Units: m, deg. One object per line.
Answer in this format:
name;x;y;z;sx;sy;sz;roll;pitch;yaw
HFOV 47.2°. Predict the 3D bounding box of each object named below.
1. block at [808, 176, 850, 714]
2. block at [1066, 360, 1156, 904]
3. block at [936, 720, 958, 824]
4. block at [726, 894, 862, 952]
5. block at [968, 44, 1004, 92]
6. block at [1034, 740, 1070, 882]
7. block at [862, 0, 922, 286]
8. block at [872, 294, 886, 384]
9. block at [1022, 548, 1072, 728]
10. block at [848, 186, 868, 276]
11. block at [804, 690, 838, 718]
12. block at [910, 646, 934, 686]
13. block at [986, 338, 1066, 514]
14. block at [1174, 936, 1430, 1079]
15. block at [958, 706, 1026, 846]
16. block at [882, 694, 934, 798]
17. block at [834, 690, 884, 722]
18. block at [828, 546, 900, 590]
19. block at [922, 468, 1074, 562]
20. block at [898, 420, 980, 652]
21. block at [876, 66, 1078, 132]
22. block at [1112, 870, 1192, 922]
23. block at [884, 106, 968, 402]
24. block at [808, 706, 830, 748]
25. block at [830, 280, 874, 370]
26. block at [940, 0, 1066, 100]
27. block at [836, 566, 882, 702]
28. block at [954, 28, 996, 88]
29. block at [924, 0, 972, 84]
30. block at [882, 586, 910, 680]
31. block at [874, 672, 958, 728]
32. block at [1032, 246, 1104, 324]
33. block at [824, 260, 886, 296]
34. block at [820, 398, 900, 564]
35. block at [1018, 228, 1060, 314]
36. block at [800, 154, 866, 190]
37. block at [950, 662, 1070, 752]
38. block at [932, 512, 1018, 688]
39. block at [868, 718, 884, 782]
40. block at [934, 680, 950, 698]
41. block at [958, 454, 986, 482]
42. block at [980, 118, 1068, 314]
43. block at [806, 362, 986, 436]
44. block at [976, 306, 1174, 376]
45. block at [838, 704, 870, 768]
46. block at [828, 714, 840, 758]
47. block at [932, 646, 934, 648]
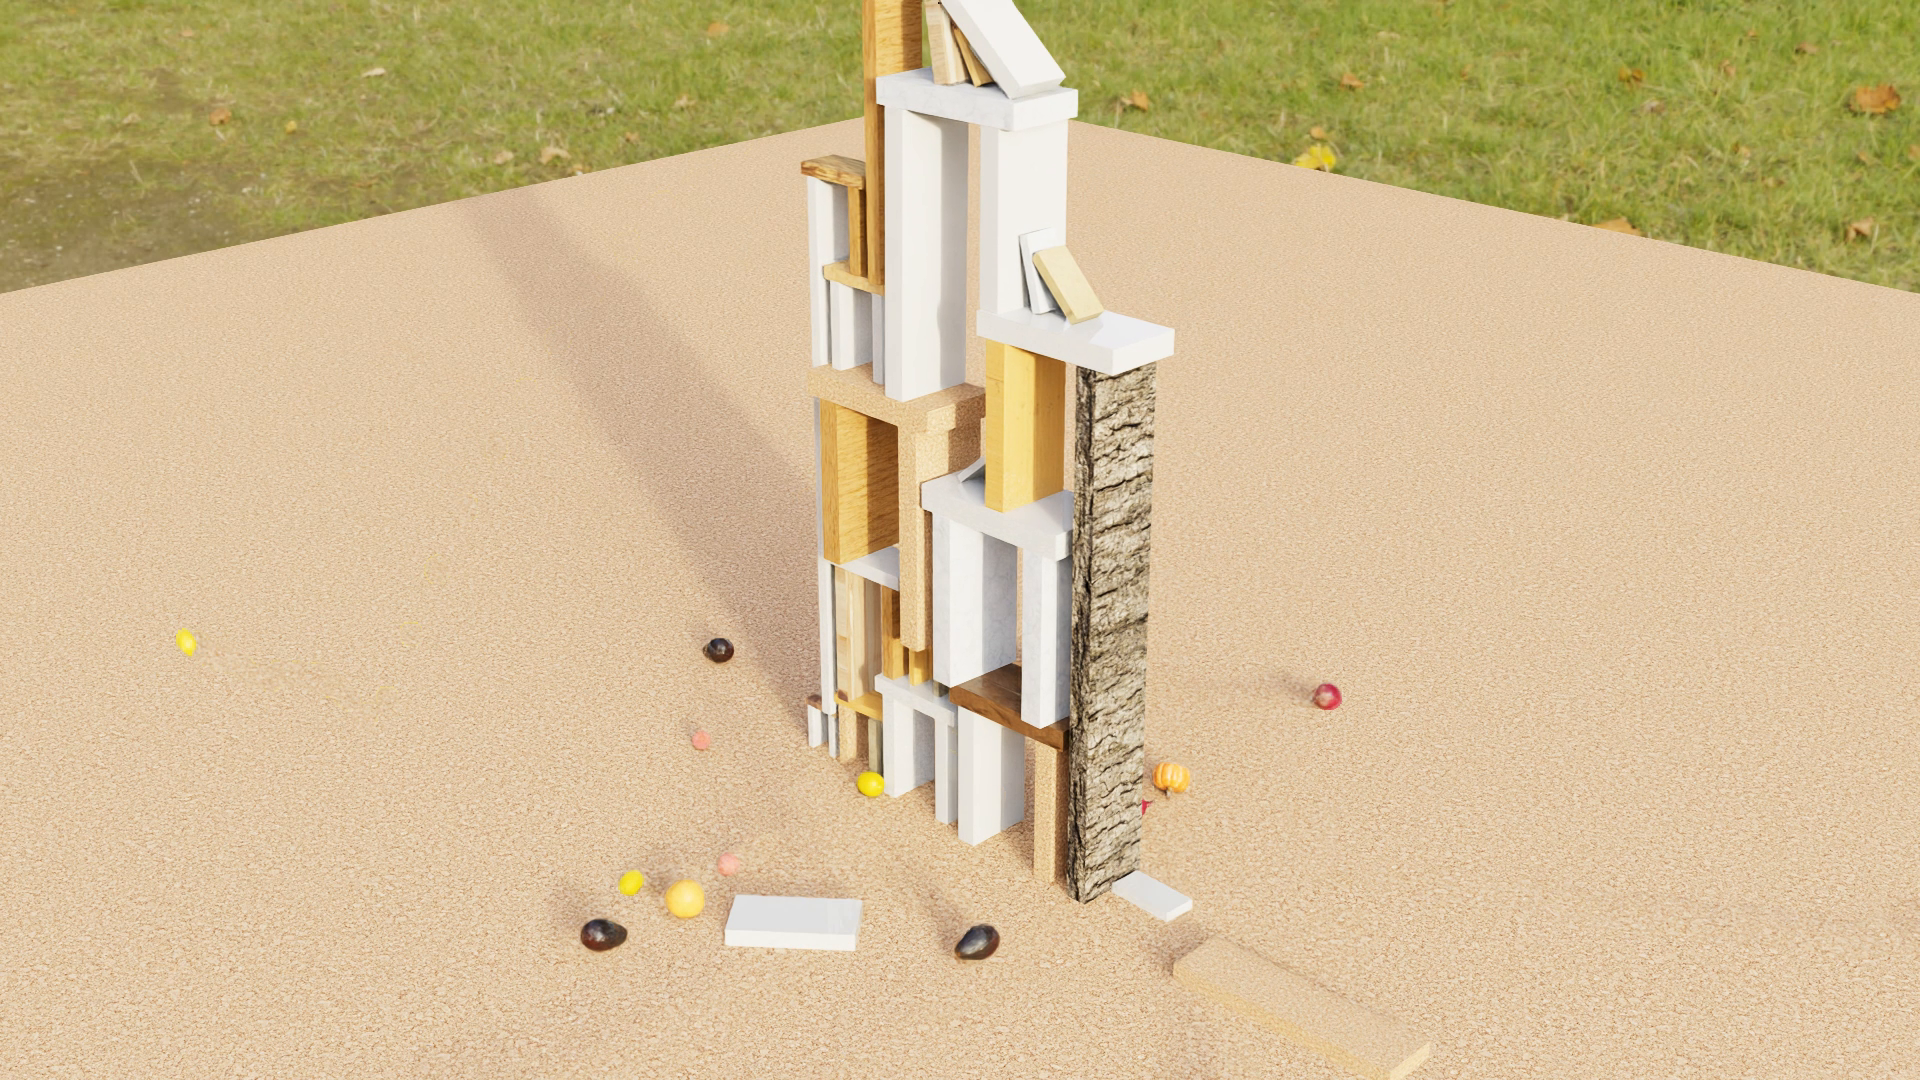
block;-0.251;-0.175;4.421;0.086;1.144;0.024;-21;31;-41
block;0.273;0.172;4.004;0.046;1.056;0.161;21;31;40
block;0.002;0.446;4.417;0.114;0.228;0.032;-21;31;-41
block;-0.305;0.705;4.055;0.238;0.034;0.119;2;23;4
block;0.066;-0.828;3.826;0.053;0.015;0.105;-23;72;-43
block;0.209;0.495;4.217;0.042;0.294;0.147;21;31;40
block;-0.121;-0.784;4.028;0.033;0.628;0.117;20;30;40
block;-0.126;-0.393;4.202;0.089;0.177;0.025;-21;31;-40
block;0.195;0.159;4.079;0.175;0.349;0.049;-20;30;-39
block;-0.170;-0.591;4.158;0.085;0.171;0.024;-21;30;-40
block;-0.279;0.348;4.671;0.049;0.014;0.098;-21;31;-41
block;-0.077;0.235;4.407;0.053;0.105;0.015;-21;30;-40
block;0.119;-0.225;3.998;0.161;0.321;0.046;-21;31;-40
block;0.584;0.812;3.804;0.454;0.034;0.119;21;30;40
block;0.063;0.442;4.341;0.042;0.294;0.147;21;31;40
block;-0.105;0.404;4.516;0.032;0.228;0.114;21;31;40
block;-0.186;0.337;4.577;0.142;0.020;0.071;19;29;37
block;-0.160;0.046;4.428;0.204;0.029;0.102;21;31;40
block;0.112;-0.057;4.078;0.175;0.049;0.349;-21;30;-40
block;-0.038;-0.021;4.257;0.171;0.454;0.048;-21;31;-40
block;0.028;-0.781;3.876;0.330;0.047;0.165;20;30;39
block;0.362;0.672;4.152;0.070;0.020;0.140;-20;30;-38
block;-0.062;-0.538;4.065;0.165;0.549;0.047;-21;32;-40
block;-0.302;0.391;4.714;0.014;0.098;0.049;21;31;41
block;-0.209;-0.426;4.279;0.089;0.177;0.025;-21;31;-40
block;0.070;-0.871;3.793;0.119;0.034;0.238;-23;74;-43
block;-0.209;0.179;4.537;0.029;0.302;0.102;19;30;37
block;0.031;-0.848;3.846;0.053;0.105;0.015;-23;3;-43
block;-0.007;-0.926;3.855;0.033;0.234;0.117;8;23;43
block;-0.109;0.170;4.432;0.102;0.204;0.029;-21;31;-40
block;-0.052;0.306;4.416;0.114;0.032;0.228;-21;31;-41
block;0.189;-0.447;3.849;0.070;0.140;0.020;-21;-14;-40
block;-0.168;-0.503;4.201;0.089;0.025;0.177;-21;31;-40
block;-0.196;-0.137;4.384;0.048;0.341;0.171;21;31;40
block;0.148;-0.476;3.882;0.070;0.140;0.020;-21;15;-40
block;-0.212;-0.697;4.156;0.085;0.024;0.171;-21;31;-40
block;0.136;0.314;4.214;0.294;0.042;0.147;21;31;40
block;0.030;0.093;4.234;0.175;0.349;0.049;-19;30;-38
block;-0.157;0.427;4.572;0.071;0.142;0.020;-21;31;-40
block;-0.029;0.255;4.360;0.053;0.105;0.015;-21;31;-41
block;0.044;-0.139;4.108;0.053;0.015;0.105;-18;-11;-35
block;0.112;-0.578;3.881;0.165;0.330;0.047;-19;30;-38
block;-0.118;-0.285;4.234;0.171;0.048;0.341;-21;31;-40
block;0.200;-0.365;3.858;0.321;0.046;0.161;21;31;40
block;-0.222;0.400;4.636;0.020;0.142;0.071;19;29;37
block;-0.256;0.409;4.672;0.049;0.098;0.014;-21;31;-41
block;-0.053;0.190;4.360;0.053;0.015;0.105;-21;31;-40
